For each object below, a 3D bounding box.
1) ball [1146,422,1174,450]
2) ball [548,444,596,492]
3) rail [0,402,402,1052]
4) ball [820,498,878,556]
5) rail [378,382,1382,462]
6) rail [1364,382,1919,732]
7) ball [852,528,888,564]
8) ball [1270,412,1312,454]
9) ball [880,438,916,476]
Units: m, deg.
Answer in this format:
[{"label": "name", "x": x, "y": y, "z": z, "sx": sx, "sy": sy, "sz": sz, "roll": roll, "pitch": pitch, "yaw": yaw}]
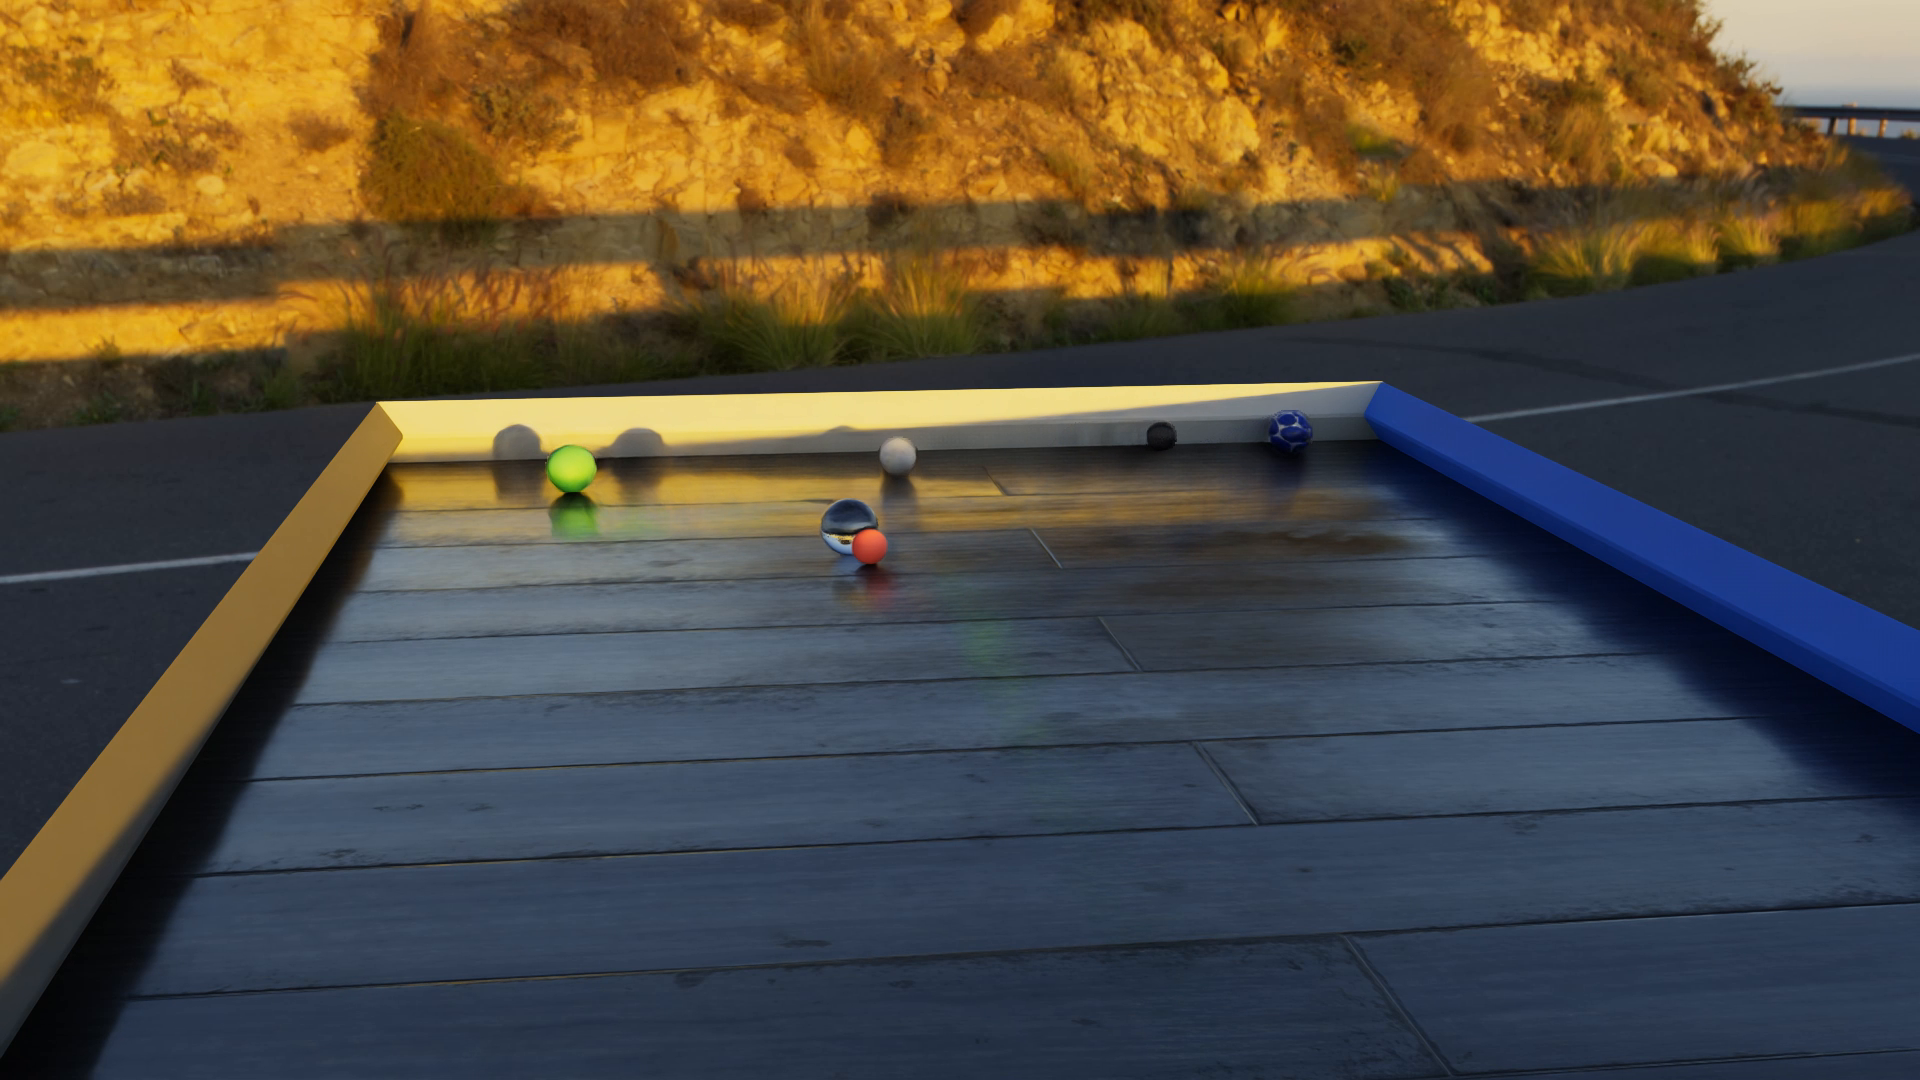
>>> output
[{"label": "ball", "x": 0.347, "y": -0.180, "z": 3.813, "sx": 0.049, "sy": 0.049, "sz": 0.049, "roll": 0, "pitch": 13, "yaw": 0}, {"label": "ball", "x": -0.609, "y": -0.112, "z": 3.449, "sx": 0.076, "sy": 0.076, "sz": 0.076, "roll": 0, "pitch": 13, "yaw": 0}, {"label": "rail", "x": -0.726, "y": 0.190, "z": 2.043, "sx": 0.045, "sy": 0.102, "sz": 3.414, "roll": -2, "pitch": 13, "yaw": -7}, {"label": "ball", "x": -0.152, "y": -0.018, "z": 3.025, "sx": 0.079, "sy": 0.079, "sz": 0.079, "roll": 0, "pitch": 13, "yaw": 0}, {"label": "rail", "x": -0.110, "y": -0.201, "z": 3.781, "sx": 1.742, "sy": 0.102, "sz": 0.045, "roll": -2, "pitch": 13, "yaw": -7}, {"label": "rail", "x": 0.953, "y": 0.140, "z": 2.262, "sx": 0.045, "sy": 0.102, "sz": 3.414, "roll": -2, "pitch": 13, "yaw": -7}, {"label": "ball", "x": -0.122, "y": 0.009, "z": 2.974, "sx": 0.048, "sy": 0.048, "sz": 0.048, "roll": 0, "pitch": 13, "yaw": 0}, {"label": "ball", "x": 0.567, "y": -0.183, "z": 3.772, "sx": 0.074, "sy": 0.074, "sz": 0.074, "roll": 0, "pitch": 13, "yaw": 0}, {"label": "ball", "x": -0.102, "y": -0.135, "z": 3.589, "sx": 0.060, "sy": 0.060, "sz": 0.060, "roll": 0, "pitch": 13, "yaw": 0}]
